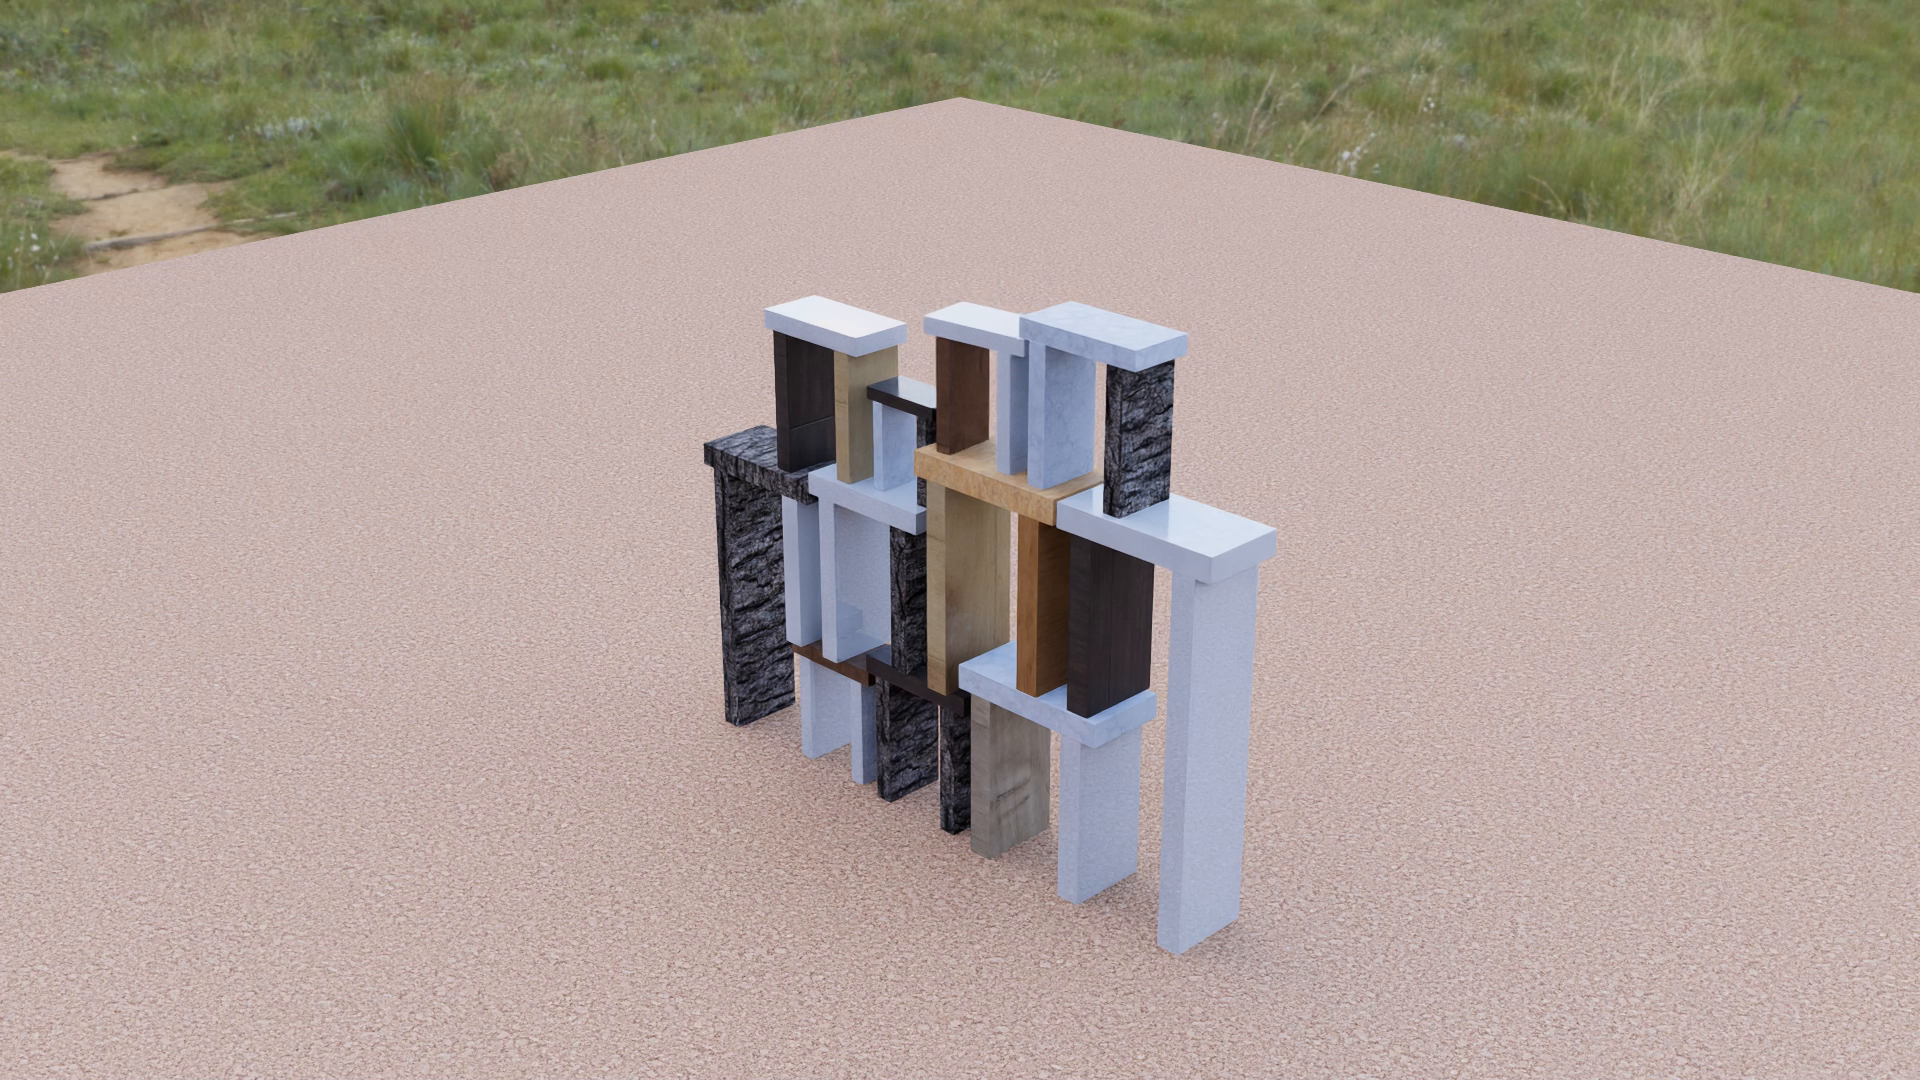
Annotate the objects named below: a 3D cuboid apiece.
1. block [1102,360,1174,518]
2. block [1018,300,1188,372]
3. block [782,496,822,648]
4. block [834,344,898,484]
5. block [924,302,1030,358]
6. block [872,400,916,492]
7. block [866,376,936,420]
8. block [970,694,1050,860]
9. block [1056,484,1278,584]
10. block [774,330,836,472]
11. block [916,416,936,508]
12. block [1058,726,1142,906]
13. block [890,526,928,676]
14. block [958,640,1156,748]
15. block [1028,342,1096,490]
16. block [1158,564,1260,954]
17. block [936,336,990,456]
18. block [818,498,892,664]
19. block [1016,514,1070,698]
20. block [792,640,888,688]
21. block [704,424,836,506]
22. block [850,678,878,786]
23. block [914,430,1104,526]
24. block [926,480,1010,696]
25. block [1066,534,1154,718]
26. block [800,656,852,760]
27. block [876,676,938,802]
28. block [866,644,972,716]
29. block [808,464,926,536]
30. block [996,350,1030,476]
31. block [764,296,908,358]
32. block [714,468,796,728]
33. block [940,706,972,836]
[{"bbox_3d":[0.310,-0.186,3.811,0.135,0.273,0.038,-21,31,-41],"label":"block"},{"bbox_3d":[0.246,-0.354,3.809,0.135,0.038,0.270,-21,31,-40],"label":"block"},{"bbox_3d":[-0.287,0.043,4.553,0.046,0.326,0.163,21,31,41],"label":"block"},{"bbox_3d":[-0.182,-0.256,4.316,0.134,0.268,0.038,-21,31,-41],"label":"block"},{"bbox_3d":[0.060,-0.383,3.984,0.230,0.033,0.115,17,28,35],"label":"block"},{"bbox_3d":[-0.126,-0.193,4.280,0.090,0.181,0.026,-21,31,-41],"label":"block"},{"bbox_3d":[-0.084,-0.272,4.201,0.090,0.026,0.181,-21,31,-40],"label":"block"},{"bbox_3d":[0.100,0.434,4.294,0.049,0.346,0.173,21,31,41],"label":"block"},{"bbox_3d":[0.357,-0.020,3.834,0.351,0.050,0.175,21,31,41],"label":"block"},{"bbox_3d":[-0.309,-0.294,4.437,0.038,0.293,0.134,21,31,41],"label":"block"},{"bbox_3d":[-0.041,-0.160,4.202,0.090,0.181,0.026,-21,31,-41],"label":"block"},{"bbox_3d":[0.263,0.498,4.144,0.049,0.346,0.173,21,31,41],"label":"block"},{"bbox_3d":[-0.066,0.098,4.332,0.044,0.308,0.154,21,31,41],"label":"block"},{"bbox_3d":[0.181,0.284,4.142,0.346,0.049,0.173,21,31,41],"label":"block"},{"bbox_3d":[0.182,-0.237,3.927,0.038,0.270,0.135,21,31,41],"label":"block"},{"bbox_3d":[0.440,0.378,3.913,0.050,0.747,0.176,21,31,41],"label":"block"},{"bbox_3d":[0.005,-0.284,4.088,0.033,0.230,0.115,18,29,36],"label":"block"},{"bbox_3d":[-0.211,0.062,4.474,0.154,0.353,0.044,-21,31,-41],"label":"block"},{"bbox_3d":[0.185,0.098,4.065,0.050,0.354,0.177,21,31,41],"label":"block"},{"bbox_3d":[-0.227,0.234,4.563,0.236,0.033,0.118,21,31,41],"label":"block"},{"bbox_3d":[-0.364,-0.158,4.551,0.326,0.046,0.163,21,31,41],"label":"block"},{"bbox_3d":[-0.171,0.380,4.564,0.033,0.236,0.118,21,31,41],"label":"block"},{"bbox_3d":[0.101,-0.121,4.063,0.177,0.050,0.354,-21,31,-41],"label":"block"},{"bbox_3d":[0.017,0.070,4.235,0.177,0.435,0.050,-21,31,-40],"label":"block"},{"bbox_3d":[0.274,0.132,3.988,0.050,0.351,0.175,21,31,41],"label":"block"},{"bbox_3d":[-0.282,0.336,4.667,0.033,0.236,0.118,21,31,41],"label":"block"},{"bbox_3d":[-0.107,0.386,4.498,0.039,0.275,0.138,21,31,41],"label":"block"},{"bbox_3d":[-0.042,0.267,4.377,0.275,0.039,0.138,21,31,40],"label":"block"},{"bbox_3d":[-0.139,-0.092,4.330,0.154,0.044,0.308,-21,31,-41],"label":"block"},{"bbox_3d":[0.118,-0.243,3.992,0.033,0.230,0.115,21,30,41],"label":"block"},{"bbox_3d":[-0.245,-0.421,4.314,0.268,0.038,0.134,21,31,40],"label":"block"},{"bbox_3d":[-0.441,0.107,4.747,0.046,0.595,0.163,21,31,41],"label":"block"},{"bbox_3d":[0.023,0.437,4.379,0.039,0.275,0.138,21,31,41],"label":"block"}]
